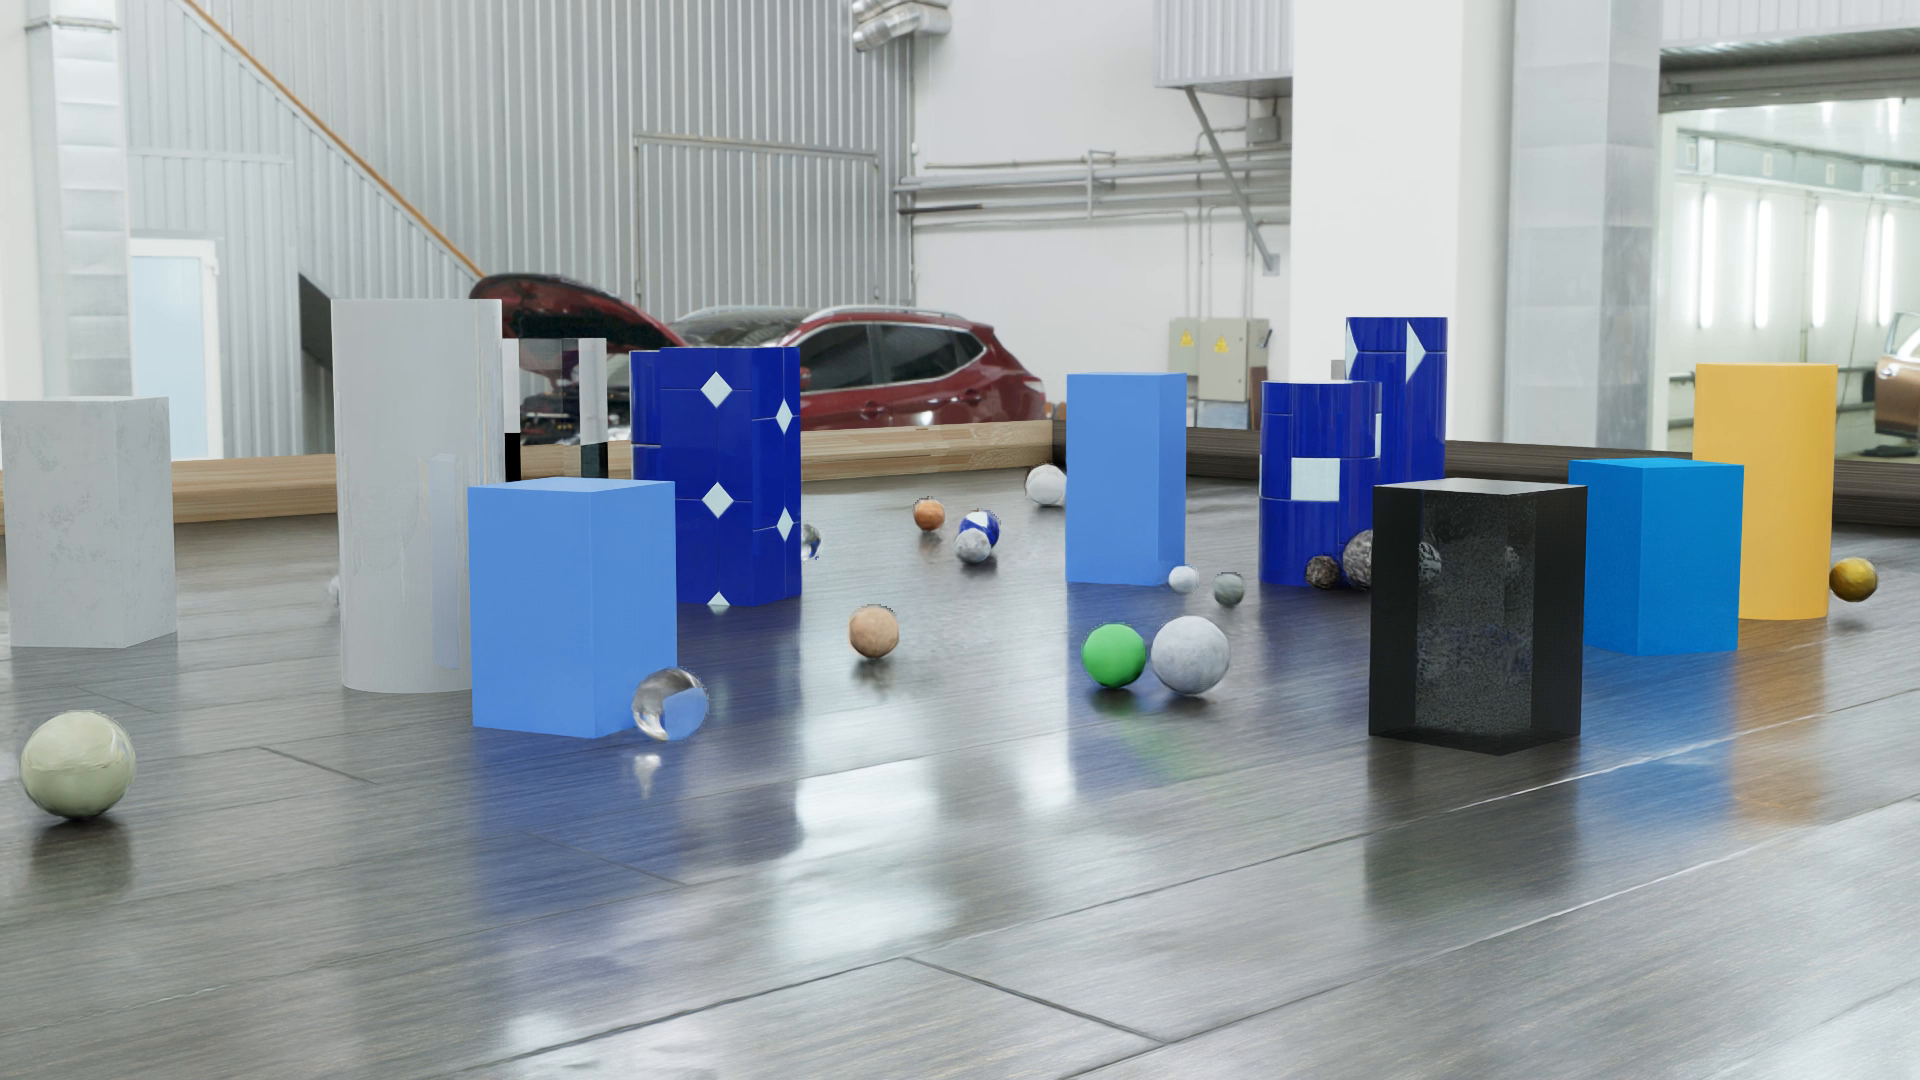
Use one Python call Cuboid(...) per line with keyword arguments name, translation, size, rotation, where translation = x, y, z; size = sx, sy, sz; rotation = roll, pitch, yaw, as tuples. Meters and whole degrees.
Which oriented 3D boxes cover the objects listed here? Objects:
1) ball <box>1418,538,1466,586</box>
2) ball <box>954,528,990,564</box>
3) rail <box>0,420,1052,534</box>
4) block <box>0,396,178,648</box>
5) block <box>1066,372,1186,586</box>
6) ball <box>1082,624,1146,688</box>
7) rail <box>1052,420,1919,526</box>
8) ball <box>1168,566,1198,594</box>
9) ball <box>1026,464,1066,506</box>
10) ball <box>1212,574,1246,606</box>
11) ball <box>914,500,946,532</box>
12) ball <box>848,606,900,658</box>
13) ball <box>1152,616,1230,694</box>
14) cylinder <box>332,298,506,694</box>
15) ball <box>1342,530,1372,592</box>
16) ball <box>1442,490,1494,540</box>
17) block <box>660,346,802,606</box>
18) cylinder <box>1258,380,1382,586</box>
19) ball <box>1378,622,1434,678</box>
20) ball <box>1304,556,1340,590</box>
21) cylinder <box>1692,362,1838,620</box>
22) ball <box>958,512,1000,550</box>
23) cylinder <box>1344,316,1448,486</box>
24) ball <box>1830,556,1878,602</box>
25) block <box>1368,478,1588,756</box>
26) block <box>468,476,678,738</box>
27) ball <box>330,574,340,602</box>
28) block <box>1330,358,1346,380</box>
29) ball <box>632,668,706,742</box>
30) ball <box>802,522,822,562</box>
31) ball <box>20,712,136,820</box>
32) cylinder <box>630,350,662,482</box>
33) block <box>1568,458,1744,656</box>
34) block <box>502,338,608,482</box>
Cuboid(name="ball", translation=(0.782, 0.035, 3.573), size=(0.077, 0.077, 0.077), rotation=(0, 6, 0))
Cuboid(name="ball", translation=(0.022, 0.011, 3.867), size=(0.063, 0.063, 0.063), rotation=(0, 6, 0))
Cuboid(name="rail", translation=(-1.384, -0.122, 4.824), size=(4.538, 0.128, 0.045), rotation=(-5, 8, -42))
Cuboid(name="block", translation=(-1.177, -0.028, 2.978), size=(0.158, 0.327, 0.158), rotation=(1, 6, 5))
Cuboid(name="block", translation=(0.277, -0.106, 3.650), size=(0.158, 0.341, 0.158), rotation=(2, 6, 22))
Cuboid(name="ball", translation=(0.183, 0.137, 2.601), size=(0.076, 0.076, 0.076), rotation=(0, 6, 0))
Cuboid(name="rail", translation=(1.650, -0.125, 4.846), size=(0.045, 0.128, 4.130), rotation=(-5, 8, -42))
Cuboid(name="ball", translation=(0.351, 0.063, 3.458), size=(0.045, 0.045, 0.045), rotation=(0, 6, 0))
Cuboid(name="ball", translation=(0.197, -0.125, 5.017), size=(0.094, 0.094, 0.094), rotation=(0, 6, 0))
Cuboid(name="ball", translation=(0.406, 0.075, 3.322), size=(0.049, 0.049, 0.049), rotation=(0, 6, 0))
Cuboid(name="ball", translation=(-0.061, -0.050, 4.443), size=(0.065, 0.065, 0.065), rotation=(0, 6, 0))
Cuboid(name="ball", translation=(-0.110, 0.119, 2.823), size=(0.066, 0.066, 0.066), rotation=(0, 6, 0))
Cuboid(name="ball", translation=(0.267, 0.133, 2.551), size=(0.091, 0.091, 0.091), rotation=(0, 6, 0))
Cuboid(name="cylinder", translation=(-0.646, -0.059, 2.640), size=(0.197, 0.457, 0.197), rotation=(0, 6, 0))
Cuboid(name="ball", translation=(0.657, 0.033, 3.488), size=(0.099, 0.099, 0.099), rotation=(0, 6, 0))
Cuboid(name="ball", translation=(0.984, -0.047, 4.258), size=(0.098, 0.098, 0.098), rotation=(0, 6, 0))
Cuboid(name="block", translation=(-0.353, -0.103, 3.400), size=(0.158, 0.388, 0.158), rotation=(3, 6, 23))
Cuboid(name="cylinder", translation=(0.594, -0.098, 3.635), size=(0.197, 0.328, 0.197), rotation=(0, 6, 0))
Cuboid(name="ball", translation=(0.542, 0.134, 2.677), size=(0.067, 0.067, 0.067), rotation=(0, 6, 0))
Cuboid(name="ball", translation=(0.579, 0.052, 3.516), size=(0.055, 0.055, 0.055), rotation=(0, 6, 0))
Cuboid(name="cylinder", translation=(1.186, -0.077, 3.255), size=(0.197, 0.366, 0.197), rotation=(0, 6, 0))
Cuboid(name="ball", translation=(0.035, -0.015, 4.048), size=(0.077, 0.077, 0.077), rotation=(0, 6, 0))
Cuboid(name="cylinder", translation=(0.855, -0.222, 4.328), size=(0.197, 0.432, 0.197), rotation=(0, 6, 0))
Cuboid(name="ball", translation=(1.315, 0.058, 3.235), size=(0.067, 0.067, 0.067), rotation=(0, 6, 0))
Cuboid(name="block", translation=(0.541, 0.074, 2.300), size=(0.158, 0.263, 0.158), rotation=(6, 8, 45))
Cuboid(name="block", translation=(-0.418, 0.068, 2.385), size=(0.158, 0.258, 0.158), rotation=(3, 7, 26))
Cuboid(name="ball", translation=(-0.940, 0.074, 3.359), size=(0.045, 0.045, 0.045), rotation=(0, 6, 0))
Cuboid(name="block", translation=(0.876, -0.210, 4.639), size=(0.158, 0.342, 0.158), rotation=(3, 6, 23))
Cuboid(name="ball", translation=(-0.301, 0.170, 2.275), size=(0.077, 0.077, 0.077), rotation=(0, 6, 0))
Cuboid(name="ball", translation=(-0.280, 0.004, 3.911), size=(0.069, 0.069, 0.069), rotation=(0, 6, 0))
Cuboid(name="ball", translation=(-0.775, 0.198, 1.932), size=(0.094, 0.094, 0.094), rotation=(0, 6, 0))
Cuboid(name="cylinder", translation=(-0.547, -0.188, 4.319), size=(0.197, 0.366, 0.197), rotation=(0, 6, 0))
Cuboid(name="block", translation=(0.920, 0.019, 2.924), size=(0.158, 0.244, 0.158), rotation=(-2, 6, -20))
Cuboid(name="block", translation=(-0.801, -0.200, 4.313), size=(0.158, 0.390, 0.158), rotation=(3, 6, 23))
